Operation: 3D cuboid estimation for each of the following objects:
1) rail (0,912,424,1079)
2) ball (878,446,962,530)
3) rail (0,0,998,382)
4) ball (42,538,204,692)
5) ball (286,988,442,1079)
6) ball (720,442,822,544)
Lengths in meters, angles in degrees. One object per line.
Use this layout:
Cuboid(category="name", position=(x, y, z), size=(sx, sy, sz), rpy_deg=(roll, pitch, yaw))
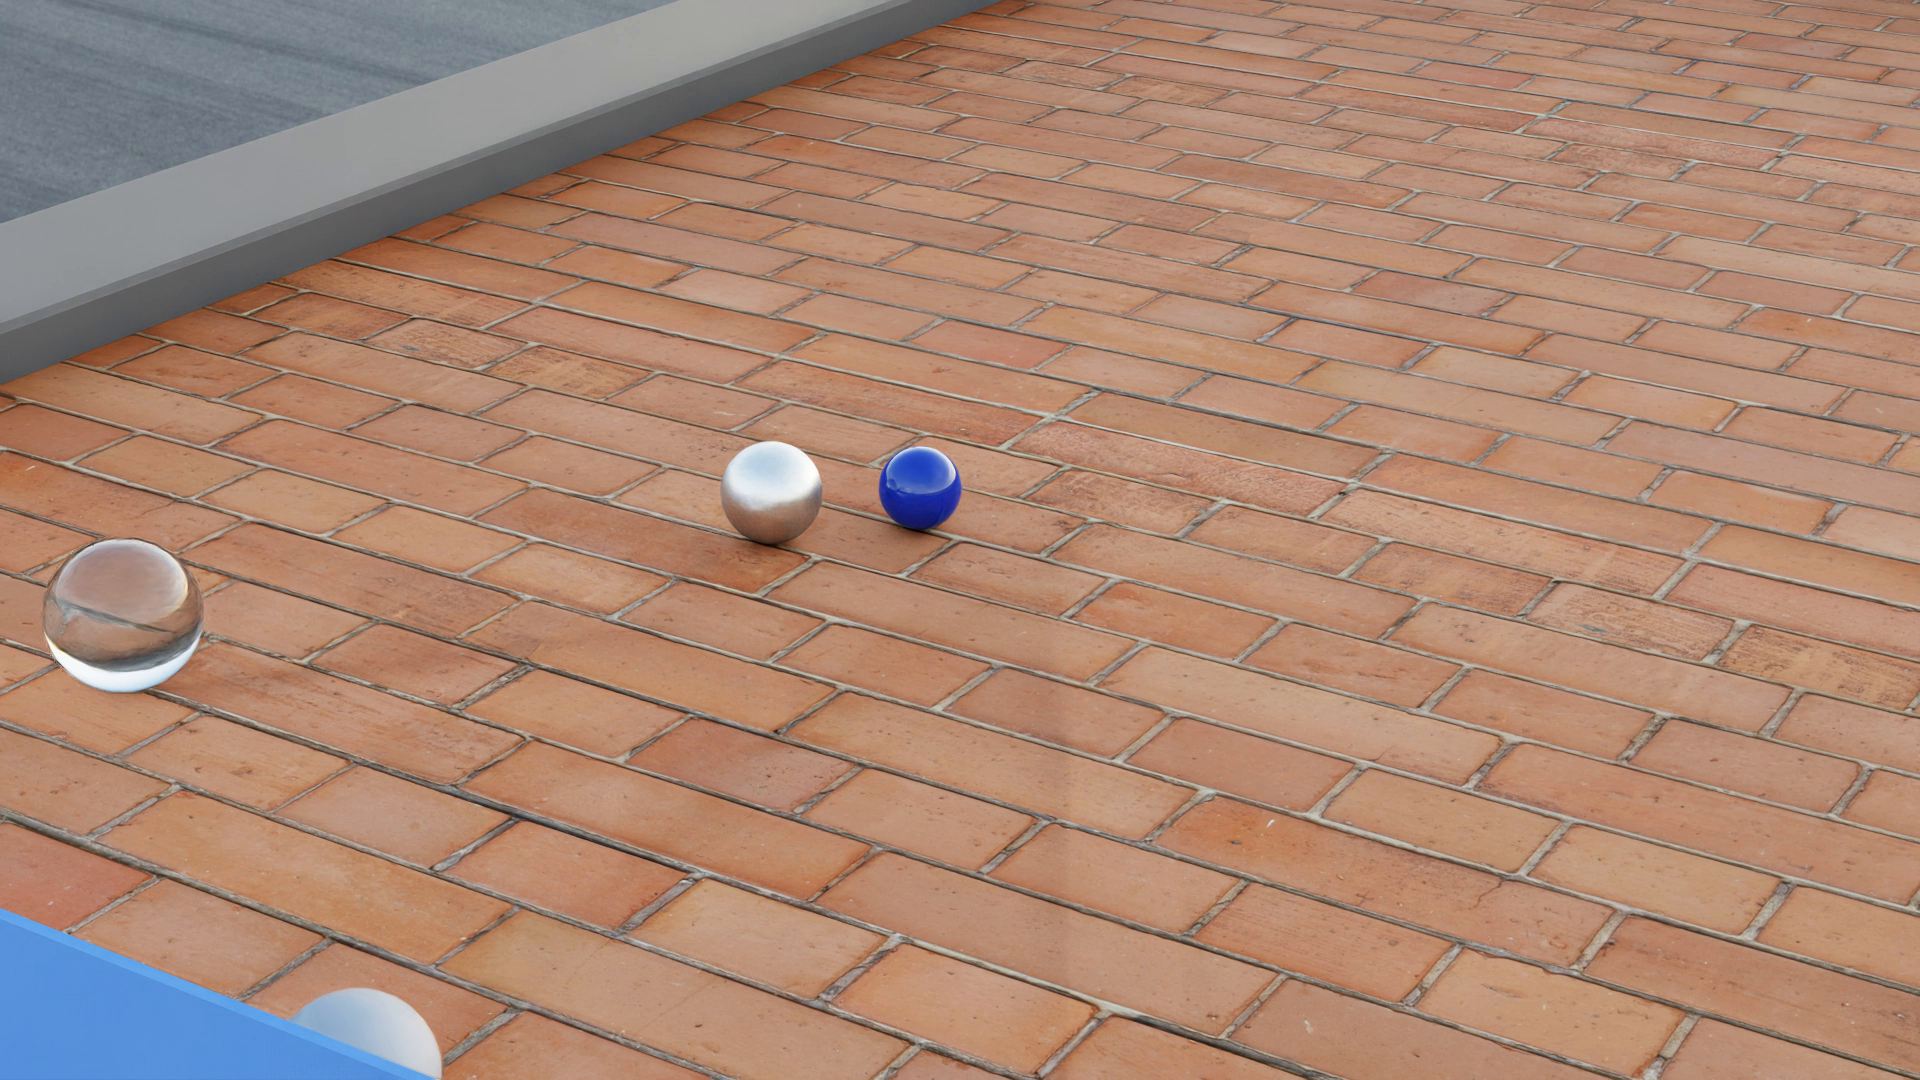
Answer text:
Cuboid(category="rail", position=(-0.391, 0.224, 1.349), size=(1.670, 0.123, 0.045), rpy_deg=(14, 27, 29))
Cuboid(category="ball", position=(-0.027, -0.036, 2.027), size=(0.058, 0.058, 0.058), rpy_deg=(0, 24, 0))
Cuboid(category="rail", position=(-0.286, -0.461, 2.913), size=(0.045, 0.123, 3.059), rpy_deg=(14, 27, 29))
Cuboid(category="ball", position=(-0.510, 0.046, 1.794), size=(0.095, 0.095, 0.095), rpy_deg=(0, 24, 0))
Cuboid(category="ball", position=(-0.279, 0.246, 1.356), size=(0.079, 0.079, 0.079), rpy_deg=(0, 24, 0))
Cuboid(category="ball", position=(-0.128, -0.032, 2.003), size=(0.070, 0.070, 0.070), rpy_deg=(0, 24, 0))
